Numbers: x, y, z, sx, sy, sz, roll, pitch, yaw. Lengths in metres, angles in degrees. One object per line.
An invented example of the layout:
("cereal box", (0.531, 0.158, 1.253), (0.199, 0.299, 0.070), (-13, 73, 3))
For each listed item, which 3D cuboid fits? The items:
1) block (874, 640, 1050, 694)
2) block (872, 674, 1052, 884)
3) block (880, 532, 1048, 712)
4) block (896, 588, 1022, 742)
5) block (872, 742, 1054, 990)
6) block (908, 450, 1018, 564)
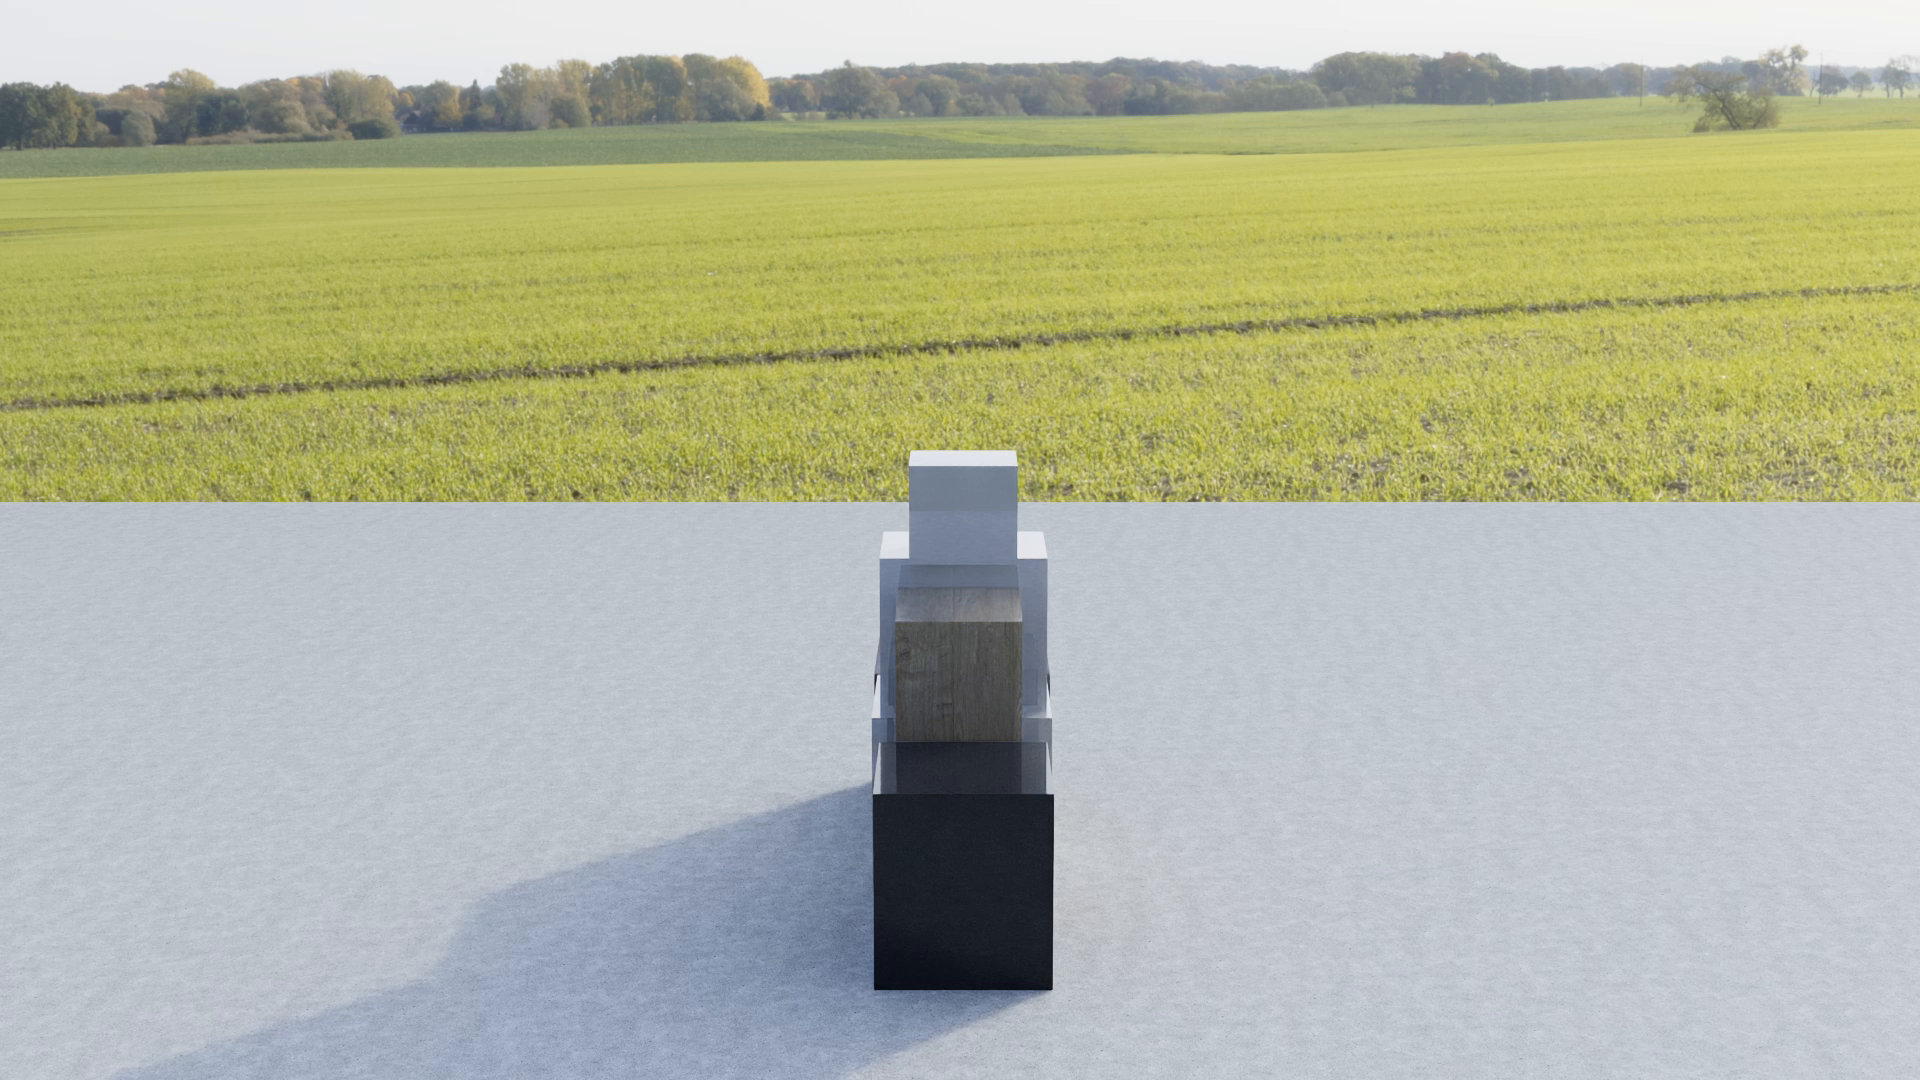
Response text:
("block", (0.010, 0.914, 12.437), (0.818, 0.753, 0.888), (0, 10, 0))
("block", (0.009, 1.069, 11.592), (0.784, 0.750, 0.810), (0, 10, 0))
("block", (0.015, 0.357, 11.498), (0.729, 0.684, 0.656), (0, 10, 0))
("block", (-0.005, 0.541, 10.914), (0.526, 0.561, 0.488), (0, 16, 0))
("block", (0.014, 1.291, 10.266), (0.694, 0.788, 0.772), (0, 10, 0))
("block", (0.014, -0.145, 11.154), (0.463, 0.427, 0.451), (0, 10, 0))
